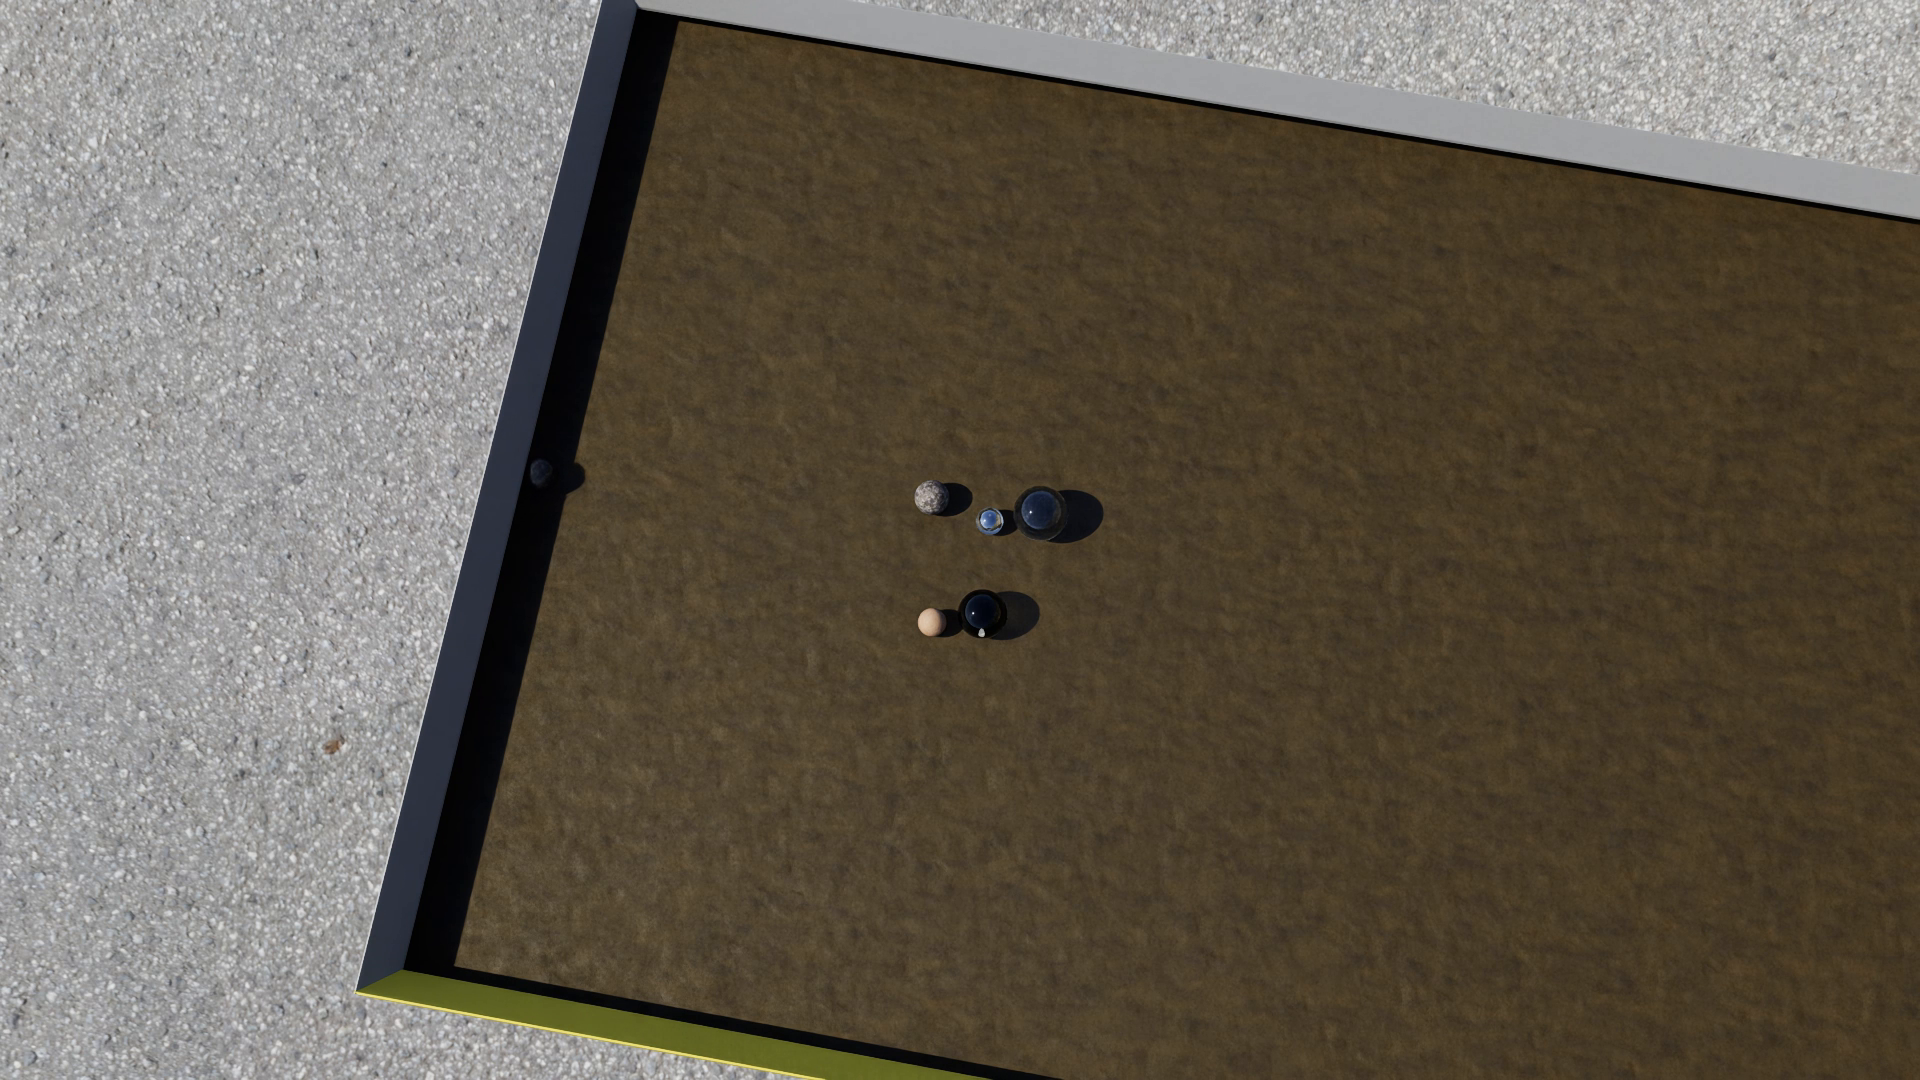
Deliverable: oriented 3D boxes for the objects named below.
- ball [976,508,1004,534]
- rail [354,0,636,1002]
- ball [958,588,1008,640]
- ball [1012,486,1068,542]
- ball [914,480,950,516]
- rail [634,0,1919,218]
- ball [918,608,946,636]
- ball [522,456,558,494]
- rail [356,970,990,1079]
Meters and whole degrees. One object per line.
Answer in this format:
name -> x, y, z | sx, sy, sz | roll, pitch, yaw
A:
ball -> 0.046, -0.029, 3.374 | 0.042, 0.042, 0.042 | 0, 75, 0
rail -> -0.685, -0.126, 3.364 | 0.045, 0.110, 1.652 | 10, 75, 3
ball -> 0.034, 0.112, 3.318 | 0.076, 0.076, 0.076 | 0, 75, 0
ball -> 0.123, -0.041, 3.355 | 0.085, 0.085, 0.085 | 0, 75, 0
ball -> -0.043, -0.065, 3.378 | 0.054, 0.054, 0.054 | 0, 75, 0
rail -> 0.851, -0.645, 3.506 | 2.877, 0.110, 0.045 | 10, 75, 3
ball -> -0.042, 0.125, 3.331 | 0.044, 0.044, 0.044 | 0, 75, 0
ball -> -0.648, -0.101, 3.386 | 0.057, 0.057, 0.057 | 0, 75, 0
rail -> 0.565, 0.878, 3.091 | 2.877, 0.110, 0.045 | 10, 75, 3
